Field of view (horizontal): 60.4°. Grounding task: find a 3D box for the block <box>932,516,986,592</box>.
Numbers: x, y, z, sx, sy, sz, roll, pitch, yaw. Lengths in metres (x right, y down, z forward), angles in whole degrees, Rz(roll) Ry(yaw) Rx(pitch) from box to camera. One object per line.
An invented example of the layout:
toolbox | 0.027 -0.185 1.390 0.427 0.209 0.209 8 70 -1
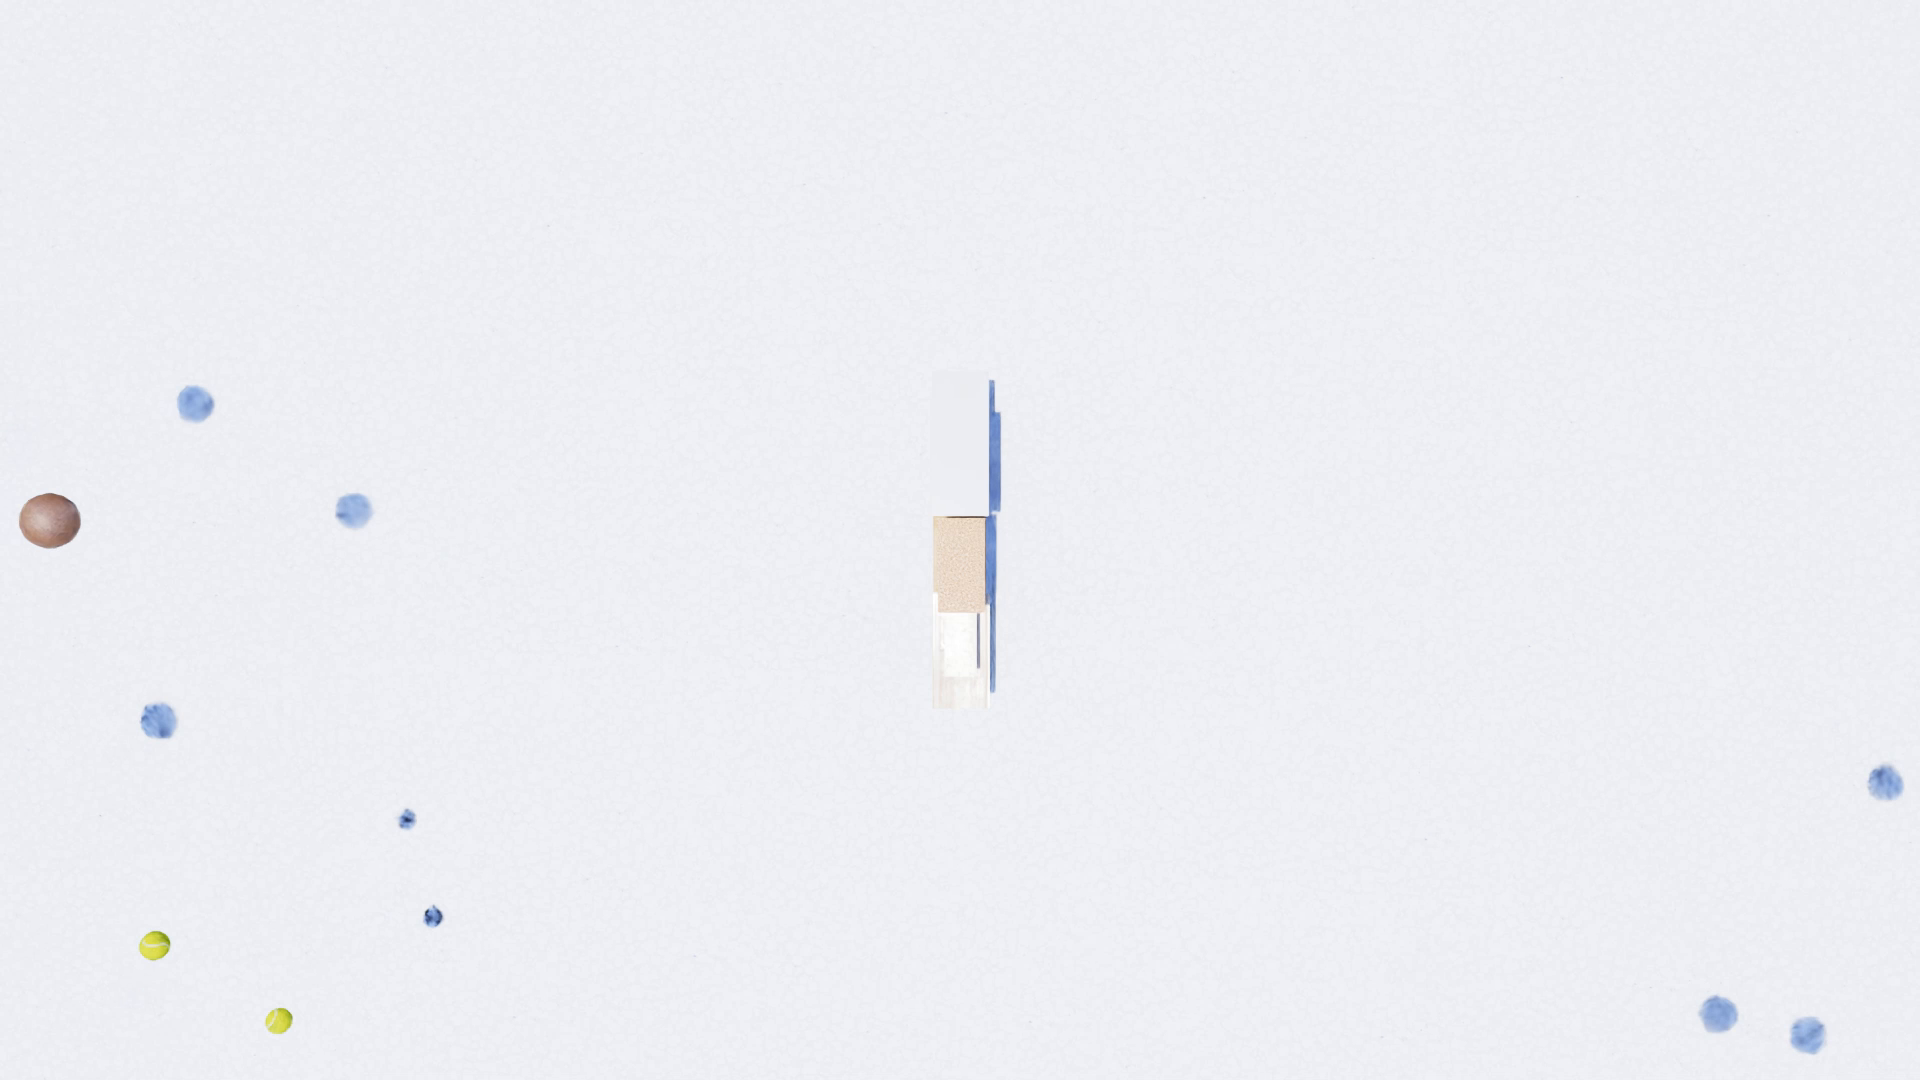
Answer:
block | -0.002 -0.002 5.147 0.165 0.047 0.329 0 90 0

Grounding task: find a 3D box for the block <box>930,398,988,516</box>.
block | -0.002 -0.236 4.742 0.167 0.047 0.335 0 90 0

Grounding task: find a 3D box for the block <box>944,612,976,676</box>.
block | 0.002 0.310 4.896 0.094 0.027 0.187 0 90 0

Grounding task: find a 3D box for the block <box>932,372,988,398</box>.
block | 0.002 -0.347 5.125 0.175 0.050 0.350 0 90 0

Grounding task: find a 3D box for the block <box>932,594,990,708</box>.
block | 0.003 0.345 5.121 0.177 0.050 0.354 0 90 0

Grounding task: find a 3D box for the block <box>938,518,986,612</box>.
block | 0.004 0.074 4.801 0.138 0.039 0.275 0 90 0
